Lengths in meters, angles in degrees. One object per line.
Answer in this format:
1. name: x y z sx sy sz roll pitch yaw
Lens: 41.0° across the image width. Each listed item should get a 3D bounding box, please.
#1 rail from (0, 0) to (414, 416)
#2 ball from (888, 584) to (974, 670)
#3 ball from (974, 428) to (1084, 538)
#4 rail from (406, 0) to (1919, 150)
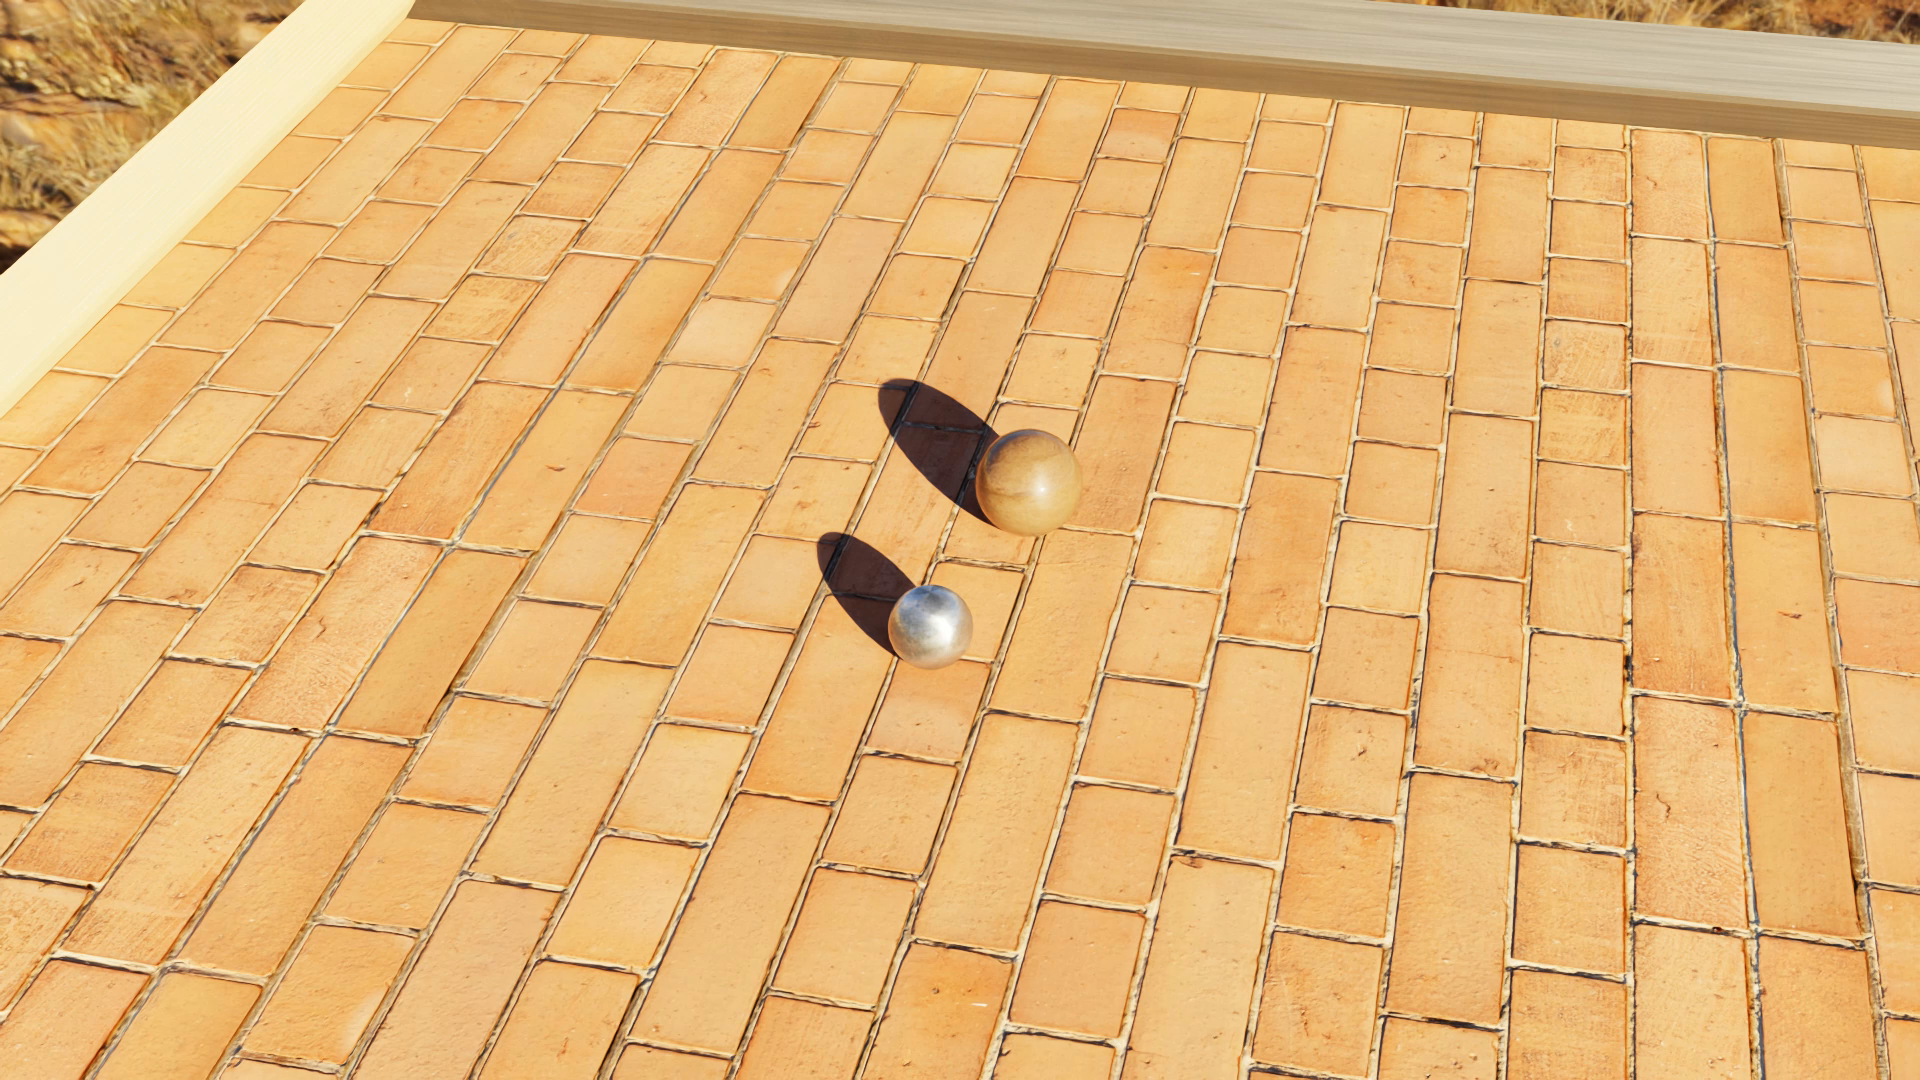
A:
1. rail: -0.821 -0.115 2.127 0.045 0.113 1.944 7 35 10
2. ball: -0.022 0.065 1.906 0.064 0.064 0.064 0 34 0
3. ball: 0.055 -0.046 2.049 0.087 0.087 0.087 0 34 0
4. rail: 1.044 -0.433 2.598 3.454 0.113 0.045 7 35 10
